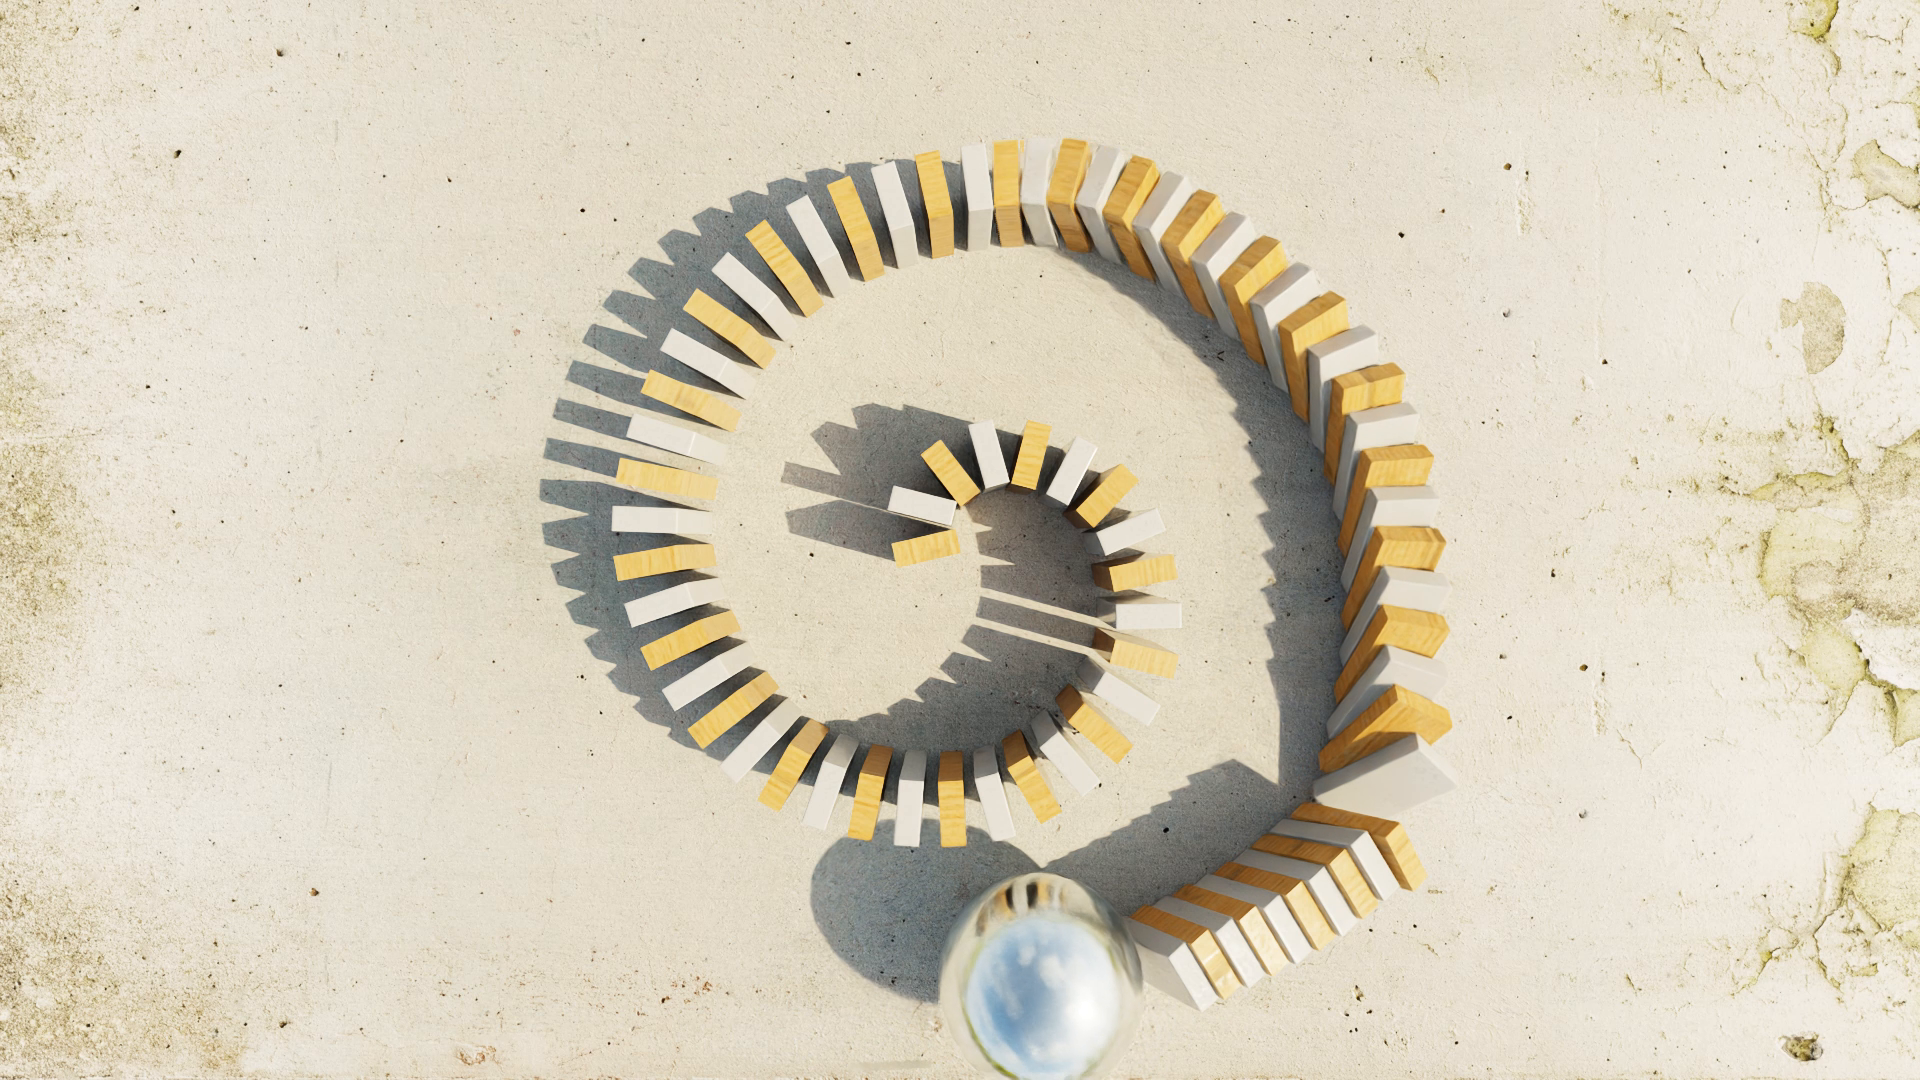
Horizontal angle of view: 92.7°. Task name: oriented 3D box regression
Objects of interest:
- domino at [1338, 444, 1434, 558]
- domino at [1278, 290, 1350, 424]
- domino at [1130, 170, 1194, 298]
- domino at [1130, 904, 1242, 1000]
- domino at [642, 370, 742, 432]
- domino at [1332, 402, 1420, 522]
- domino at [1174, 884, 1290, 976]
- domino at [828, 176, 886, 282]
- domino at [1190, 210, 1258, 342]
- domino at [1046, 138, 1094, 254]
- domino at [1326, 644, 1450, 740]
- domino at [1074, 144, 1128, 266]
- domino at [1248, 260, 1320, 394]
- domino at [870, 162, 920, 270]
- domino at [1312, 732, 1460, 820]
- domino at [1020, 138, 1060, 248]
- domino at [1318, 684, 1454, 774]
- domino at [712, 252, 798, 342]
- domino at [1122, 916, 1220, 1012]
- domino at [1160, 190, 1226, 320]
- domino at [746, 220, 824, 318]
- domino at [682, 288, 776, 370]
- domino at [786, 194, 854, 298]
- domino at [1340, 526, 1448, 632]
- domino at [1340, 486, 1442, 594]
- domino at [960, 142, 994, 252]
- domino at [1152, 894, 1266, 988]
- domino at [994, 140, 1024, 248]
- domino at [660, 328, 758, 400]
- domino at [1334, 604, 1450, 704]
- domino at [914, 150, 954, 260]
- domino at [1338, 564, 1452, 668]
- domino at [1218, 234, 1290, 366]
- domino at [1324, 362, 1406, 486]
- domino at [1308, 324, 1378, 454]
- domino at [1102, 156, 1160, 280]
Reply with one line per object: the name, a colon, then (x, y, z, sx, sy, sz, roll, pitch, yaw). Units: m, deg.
domino: (0.176, -0.015, 0.381, 0.025, 0.009, 0.050, -4, 129, 0)
domino: (0.149, -0.075, 0.380, 0.025, 0.010, 0.050, -32, 132, 0)
domino: (0.089, -0.124, 0.377, 0.010, 0.050, 0.025, 34, 90, 34)
domino: (0.091, 0.167, 0.375, 0.010, 0.050, 0.025, -31, 90, -21)
domino: (-0.109, -0.056, 0.375, 0.025, 0.050, 0.010, 23, 90, 0)
domino: (0.172, -0.032, 0.380, 0.025, 0.009, 0.050, -10, 130, 0)
domino: (0.109, 0.158, 0.375, 0.010, 0.050, 0.025, -31, 90, -21)
domino: (-0.042, -0.126, 0.375, 0.010, 0.050, 0.025, -23, 90, 0)
domino: (0.114, -0.108, 0.378, 0.025, 0.050, 0.009, -48, 49, 0)
domino: (0.048, -0.139, 0.375, 0.009, 0.050, 0.025, 16, 90, 18)
domino: (0.177, 0.067, 0.381, 0.025, 0.009, 0.050, 18, 128, 0)
domino: (0.062, -0.136, 0.375, 0.009, 0.050, 0.025, 24, 90, 24)
domino: (0.138, -0.087, 0.379, 0.025, 0.010, 0.050, -38, 134, 0)
domino: (-0.026, -0.131, 0.375, 0.010, 0.050, 0.025, -17, 90, 0)
domino: (0.176, 0.101, 0.380, 0.025, 0.010, 0.050, 42, 125, -9)
domino: (0.034, -0.140, 0.375, 0.010, 0.050, 0.025, 7, 90, 13)
domino: (0.175, 0.083, 0.380, 0.025, 0.009, 0.050, 26, 127, -3)
domino: (-0.083, -0.098, 0.375, 0.025, 0.050, 0.010, 42, 90, 0)
domino: (0.082, 0.172, 0.375, 0.009, 0.050, 0.025, -31, 90, -21)
domino: (0.101, -0.117, 0.377, 0.010, 0.050, 0.025, 38, 90, 38)
domino: (-0.071, -0.110, 0.375, 0.009, 0.050, 0.025, -38, 90, 0)
domino: (-0.093, -0.085, 0.375, 0.025, 0.050, 0.009, 34, 90, 0)
domino: (-0.057, -0.119, 0.375, 0.009, 0.050, 0.025, -29, 90, 0)
domino: (0.179, 0.017, 0.381, 0.025, 0.009, 0.050, 2, 128, 0)
domino: (0.178, 0.001, 0.381, 0.025, 0.009, 0.050, -2, 129, 0)
domino: (0.006, -0.139, 0.375, 0.010, 0.050, 0.025, -8, 90, 0)
domino: (0.100, 0.163, 0.375, 0.010, 0.050, 0.025, -31, 90, -21)
domino: (0.020, -0.140, 0.375, 0.009, 0.050, 0.025, -1, 90, 6)
domino: (-0.101, -0.071, 0.375, 0.025, 0.050, 0.010, 28, 90, 0)
domino: (0.178, 0.050, 0.381, 0.025, 0.009, 0.050, 11, 128, 0)
domino: (-0.010, -0.136, 0.375, 0.009, 0.050, 0.025, -13, 90, 0)
domino: (0.180, 0.034, 0.381, 0.025, 0.009, 0.050, 8, 128, 0)
domino: (0.126, -0.098, 0.379, 0.025, 0.050, 0.010, -44, 46, 0)
domino: (0.167, -0.047, 0.380, 0.025, 0.010, 0.050, -14, 131, 0)
domino: (0.159, -0.062, 0.380, 0.025, 0.009, 0.050, -23, 132, 0)
domino: (0.075, -0.131, 0.376, 0.009, 0.050, 0.025, 29, 90, 29)
